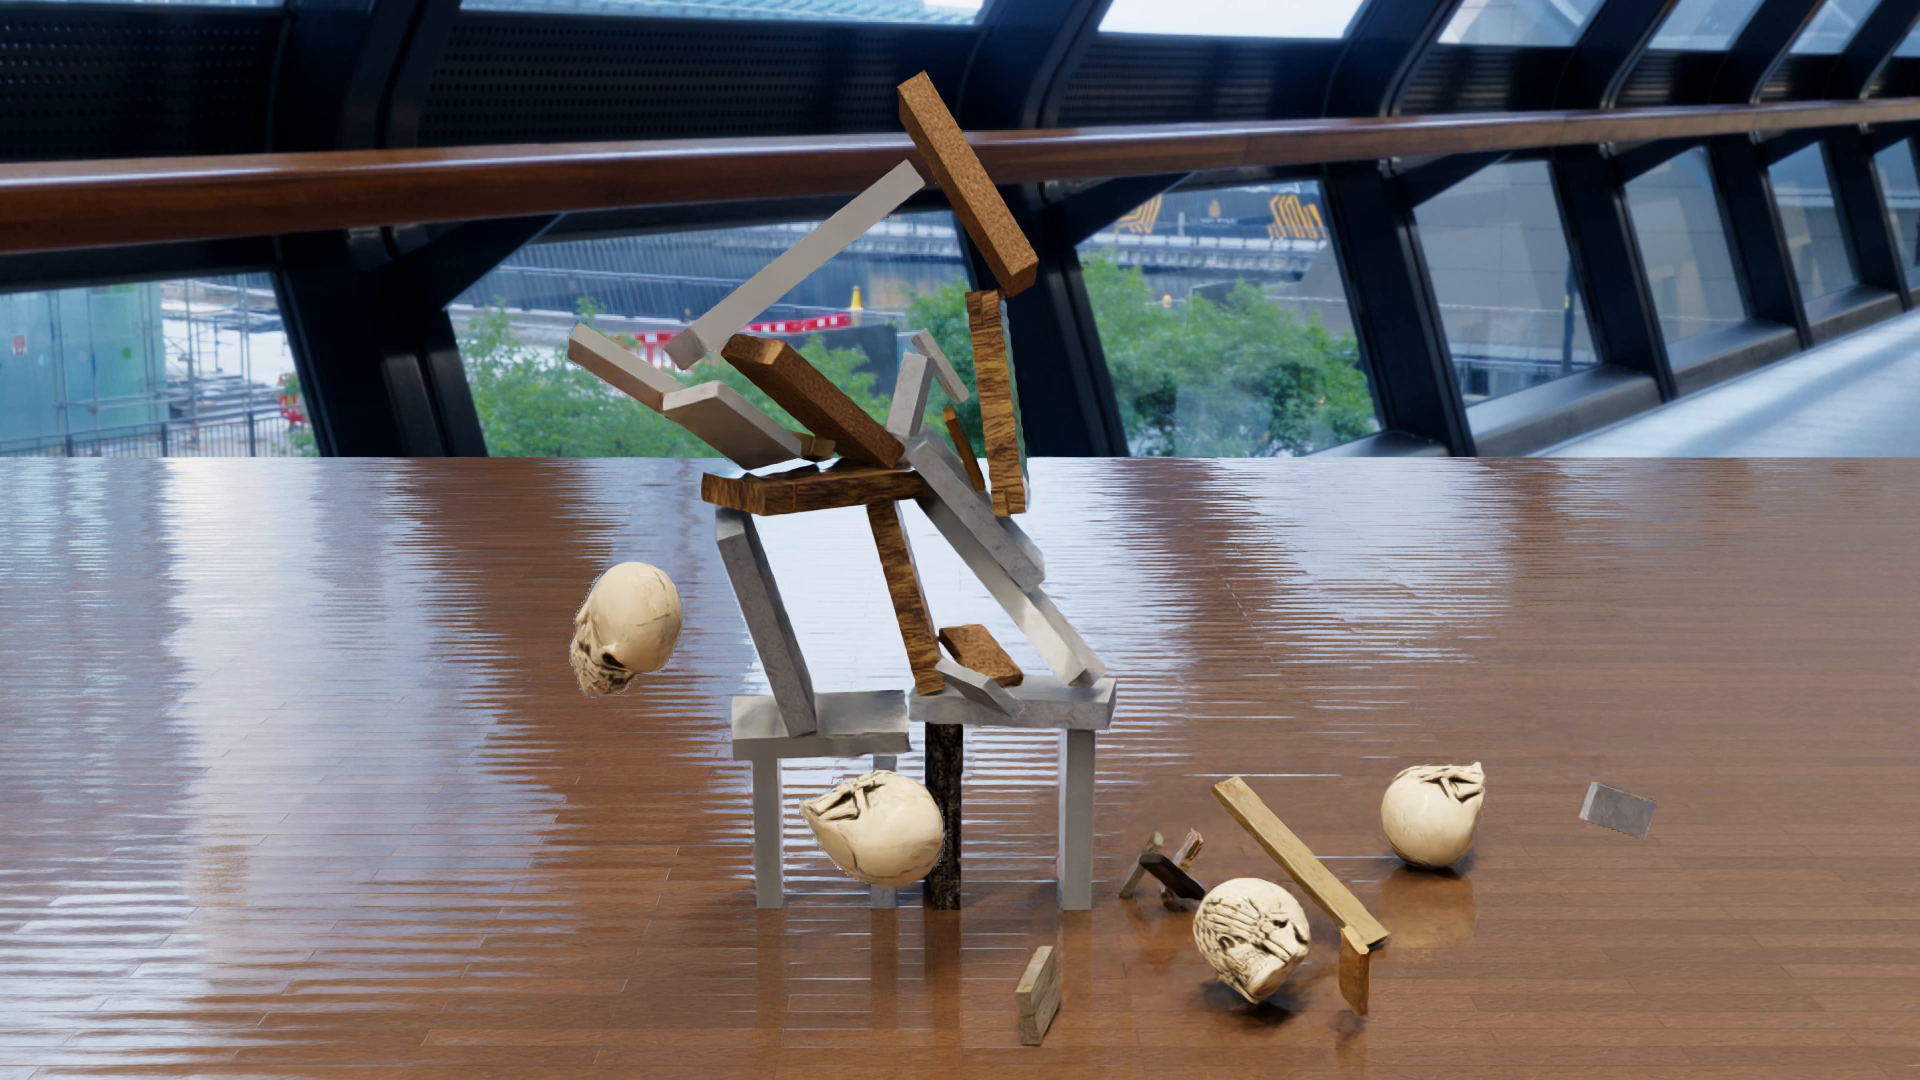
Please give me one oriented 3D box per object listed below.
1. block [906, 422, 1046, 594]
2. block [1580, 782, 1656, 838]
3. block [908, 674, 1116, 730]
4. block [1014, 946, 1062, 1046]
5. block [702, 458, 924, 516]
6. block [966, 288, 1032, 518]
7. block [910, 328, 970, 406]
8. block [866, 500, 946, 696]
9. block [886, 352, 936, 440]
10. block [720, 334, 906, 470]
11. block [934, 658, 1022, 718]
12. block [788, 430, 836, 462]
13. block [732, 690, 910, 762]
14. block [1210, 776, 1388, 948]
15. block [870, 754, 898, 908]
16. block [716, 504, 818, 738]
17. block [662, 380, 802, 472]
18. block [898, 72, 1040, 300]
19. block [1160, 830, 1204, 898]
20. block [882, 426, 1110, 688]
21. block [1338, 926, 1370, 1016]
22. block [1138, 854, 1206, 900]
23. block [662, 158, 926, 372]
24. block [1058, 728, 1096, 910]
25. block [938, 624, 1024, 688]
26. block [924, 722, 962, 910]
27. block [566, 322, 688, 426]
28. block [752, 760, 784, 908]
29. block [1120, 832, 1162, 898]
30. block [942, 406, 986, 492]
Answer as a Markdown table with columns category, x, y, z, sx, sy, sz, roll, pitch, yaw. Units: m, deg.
| category | x | y | z | sx | sy | sz | roll | pitch | yaw |
| --- | --- | --- | --- | --- | --- | --- | --- | --- | --- |
| block | 0.026 | -0.053 | 3.499 | 0.041 | 0.291 | 0.145 | -39 | 12 | 10 |
| block | 1.016 | 0.417 | 3.399 | 0.117 | 0.058 | 0.017 | 19 | 1 | -23 |
| block | 0.087 | 0.259 | 3.571 | 0.320 | 0.045 | 0.160 | 2 | 11 | 8 |
| block | 0.112 | 0.646 | 3.123 | 0.022 | 0.078 | 0.157 | -7 | 11 | 16 |
| block | -0.227 | -0.086 | 3.427 | 0.316 | 0.045 | 0.158 | -8 | 15 | -42 |
| block | 0.063 | -0.219 | 3.469 | 0.049 | 0.347 | 0.174 | -7 | 5 | 6 |
| block | -0.031 | -0.272 | 3.455 | 0.018 | 0.128 | 0.064 | -35 | 6 | -10 |
| block | -0.087 | 0.078 | 3.556 | 0.045 | 0.316 | 0.158 | -15 | 11 | 2 |
| block | -0.077 | -0.226 | 3.428 | 0.018 | 0.128 | 0.064 | 11 | 4 | -38 |
| block | -0.228 | -0.216 | 3.432 | 0.145 | 0.041 | 0.291 | 16 | -20 | 50 |
| block | 0.027 | 0.229 | 3.415 | 0.078 | 0.022 | 0.157 | 44 | -13 | -27 |
| block | -0.306 | -0.160 | 3.422 | 0.204 | 0.029 | 0.102 | 13 | -5 | -16 |
| block | -0.226 | 0.297 | 3.544 | 0.281 | 0.040 | 0.140 | -2 | 25 | -5 |
| block | 0.539 | 0.513 | 3.506 | 0.059 | 0.017 | 0.357 | -16 | 51 | -41 |
| block | -0.124 | 0.446 | 3.610 | 0.040 | 0.281 | 0.140 | 1 | 22 | -2 |
| block | -0.304 | 0.118 | 3.458 | 0.045 | 0.360 | 0.158 | -17 | 25 | 1 |
| block | -0.340 | -0.170 | 3.300 | 0.102 | 0.029 | 0.204 | -12 | -31 | 31 |
| block | 0.012 | -0.559 | 3.484 | 0.049 | 0.347 | 0.174 | -30 | -5 | -3 |
| block | 0.369 | 0.539 | 3.663 | 0.015 | 0.109 | 0.054 | 29 | 9 | -6 |
| block | 0.044 | 0.027 | 3.555 | 0.518 | 0.041 | 0.145 | 50 | 11 | 15 |
| block | 0.559 | 0.611 | 3.120 | 0.017 | 0.117 | 0.058 | -13 | 33 | -13 |
| block | 0.347 | 0.550 | 3.590 | 0.109 | 0.015 | 0.054 | 42 | -27 | -24 |
| block | -0.257 | -0.426 | 3.410 | 0.446 | 0.049 | 0.174 | -41 | 9 | -20 |
| block | 0.192 | 0.432 | 3.641 | 0.045 | 0.319 | 0.160 | 0 | 11 | -1 |
| block | 0.033 | 0.191 | 3.609 | 0.078 | 0.022 | 0.157 | -5 | 32 | -27 |
| block | -0.029 | 0.432 | 3.638 | 0.045 | 0.319 | 0.160 | 0 | 11 | -6 |
| block | -0.502 | -0.252 | 3.359 | 0.204 | 0.029 | 0.102 | 31 | -17 | -4 |
| block | -0.314 | 0.446 | 3.605 | 0.040 | 0.281 | 0.140 | -1 | 24 | -3 |
| block | 0.301 | 0.541 | 3.659 | 0.015 | 0.109 | 0.054 | 32 | 12 | -1 |
| block | 0.007 | -0.144 | 3.459 | 0.018 | 0.128 | 0.064 | -23 | 22 | 4 |
